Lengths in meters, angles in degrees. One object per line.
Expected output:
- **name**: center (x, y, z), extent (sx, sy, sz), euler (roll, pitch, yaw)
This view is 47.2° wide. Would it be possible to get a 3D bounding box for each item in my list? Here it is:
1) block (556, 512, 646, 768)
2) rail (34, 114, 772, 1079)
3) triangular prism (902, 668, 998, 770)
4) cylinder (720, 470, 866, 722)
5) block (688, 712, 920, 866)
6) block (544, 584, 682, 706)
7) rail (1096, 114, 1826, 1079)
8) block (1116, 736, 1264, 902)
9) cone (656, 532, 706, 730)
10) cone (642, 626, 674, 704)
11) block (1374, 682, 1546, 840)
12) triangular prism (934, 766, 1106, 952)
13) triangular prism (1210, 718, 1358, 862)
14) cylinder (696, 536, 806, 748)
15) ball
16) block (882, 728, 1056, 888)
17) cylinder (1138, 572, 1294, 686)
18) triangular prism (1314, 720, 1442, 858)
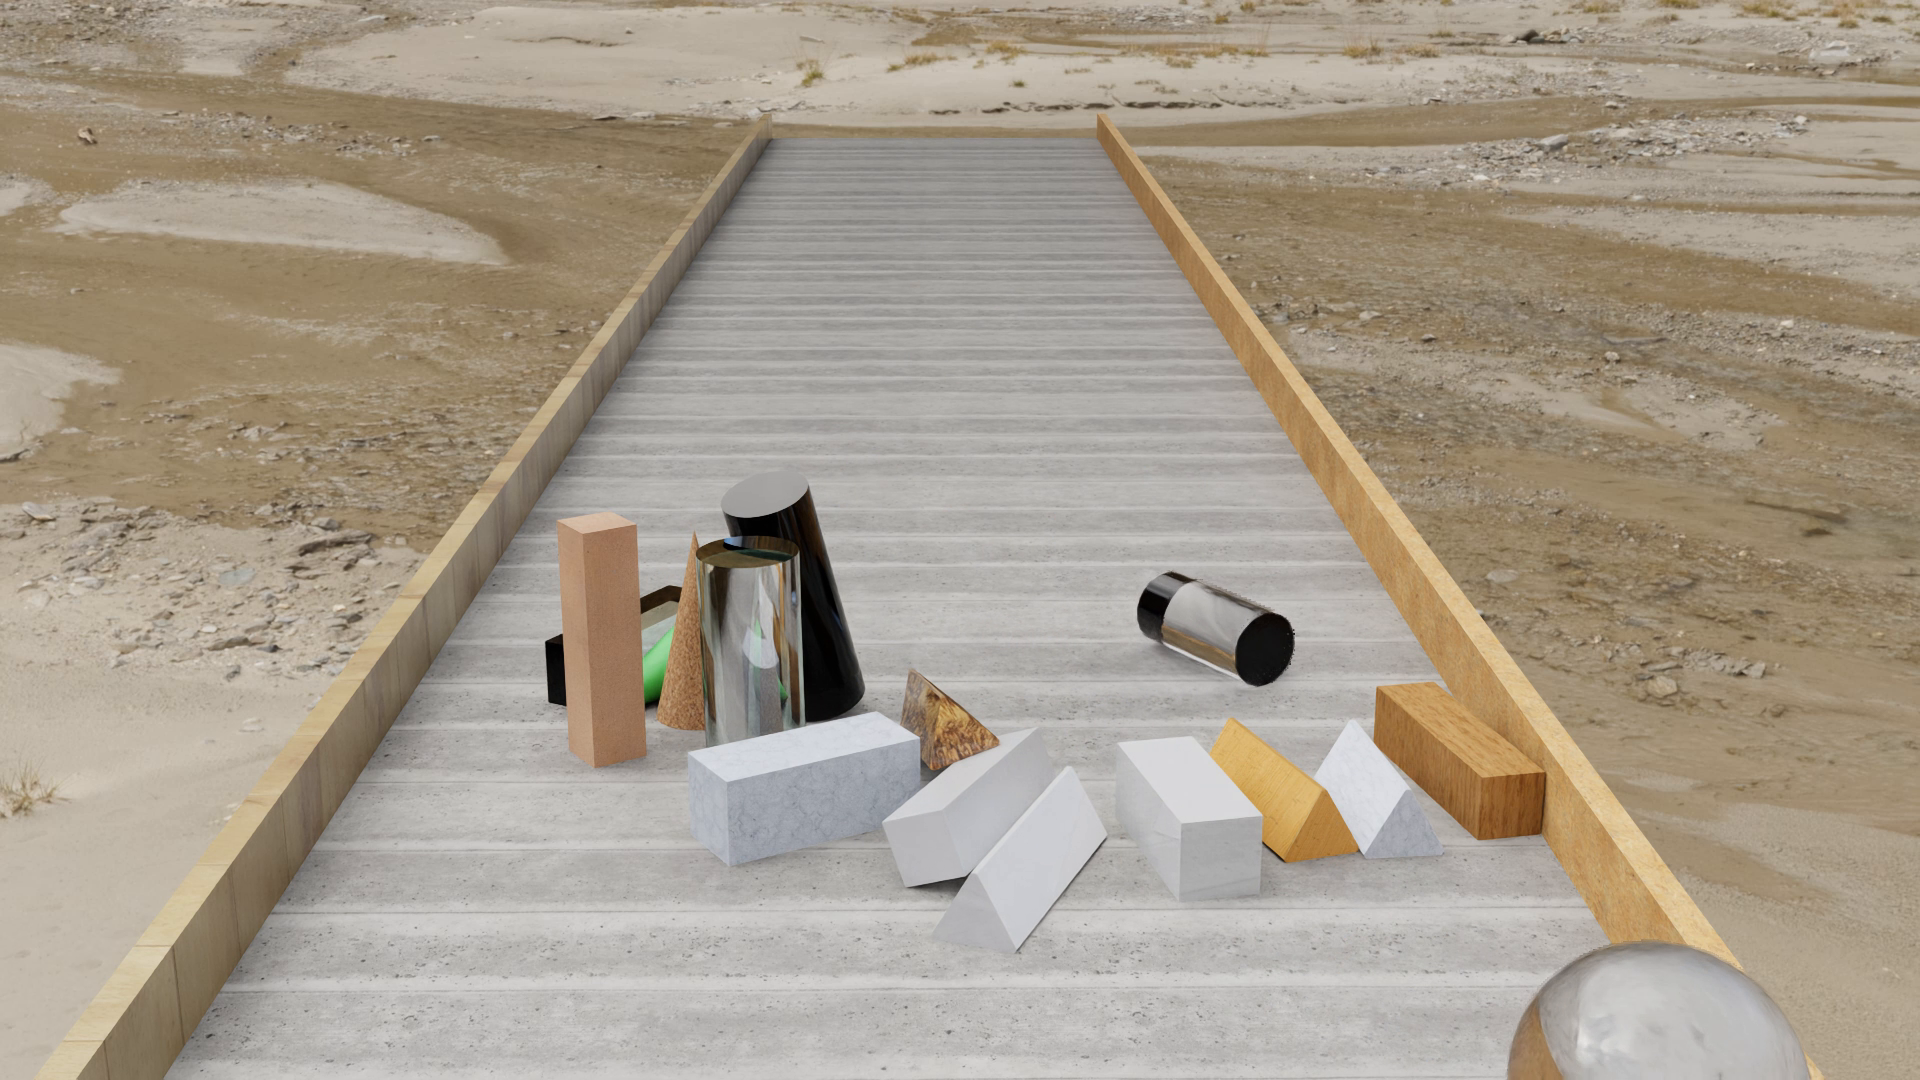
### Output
- **block**: center (-0.631, 0.176, 3.881), extent (0.103, 0.431, 0.103), euler (-11, 20, -33)
- **rail**: center (-1.118, -0.838, 7.780), extent (0.050, 0.150, 12.000), euler (0, 17, -1)
- **triangular prism**: center (-0.040, 0.296, 3.827), extent (0.122, 0.106, 0.411), euler (-21, 6, -7)
- **cylinder**: center (-0.303, 0.106, 4.038), extent (0.161, 0.446, 0.161), euler (-10, 30, 6)
- **block**: center (-0.254, 0.404, 3.614), extent (0.353, 0.144, 0.144), euler (-10, 19, -30)
- **block**: center (-0.635, 0.209, 4.308), extent (0.123, 0.123, 0.397), euler (9, 19, 27)
- **rail**: center (0.932, -0.844, 7.801), extent (0.050, 0.150, 12.000), euler (0, 17, -1)
- **block**: center (0.361, 0.441, 3.516), extent (0.131, 0.131, 0.337), euler (-4, 17, -12)
- **cone**: center (-0.486, 0.153, 4.074), extent (0.166, 0.363, 0.166), euler (0, 17, 0)
- **cone**: center (-0.591, 0.267, 4.186), extent (0.164, 0.164, 0.385), euler (14, 34, 39)
- **block**: center (0.850, 0.373, 3.779), extent (0.110, 0.110, 0.433), euler (-4, 17, -12)
- **triangular prism**: center (0.099, 0.480, 3.401), extent (0.132, 0.114, 0.434), euler (6, 18, 20)
- **triangular prism**: center (0.523, 0.405, 3.653), extent (0.132, 0.114, 0.336), euler (-6, 18, -18)
- **cylinder**: center (-0.364, 0.204, 3.856), extent (0.178, 0.386, 0.178), euler (-1, 18, 0)
- **ball**: center (0.798, 0.630, 2.520), extent (0.335, 0.335, 0.335), euler (0, 17, 0)
- **block**: center (0.023, 0.426, 3.544), extent (0.111, 0.111, 0.378), euler (-15, 8, 29)
- **cylinder**: center (0.506, 0.175, 4.379), extent (0.148, 0.148, 0.312), euler (-10, 19, -31)
- **triangular prism**: center (0.693, 0.406, 3.650), extent (0.131, 0.114, 0.307), euler (-2, 17, -7)
